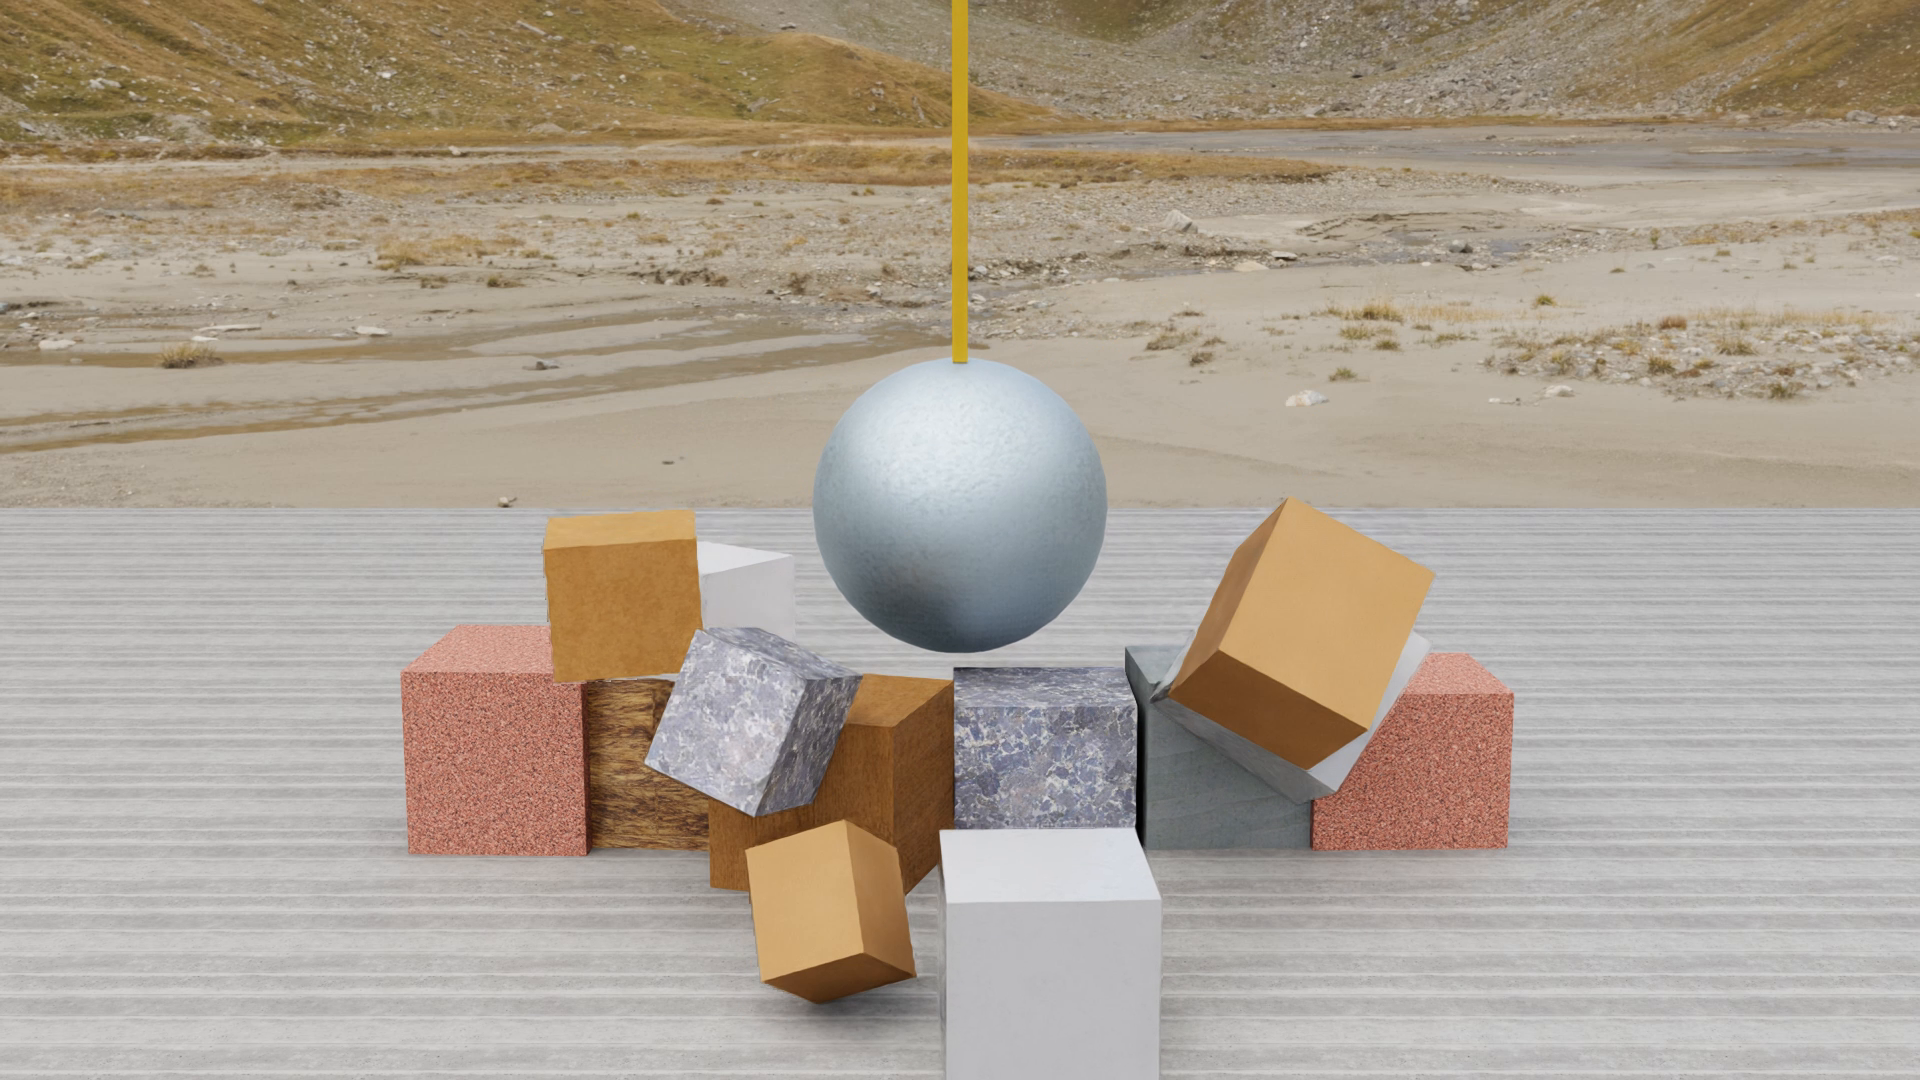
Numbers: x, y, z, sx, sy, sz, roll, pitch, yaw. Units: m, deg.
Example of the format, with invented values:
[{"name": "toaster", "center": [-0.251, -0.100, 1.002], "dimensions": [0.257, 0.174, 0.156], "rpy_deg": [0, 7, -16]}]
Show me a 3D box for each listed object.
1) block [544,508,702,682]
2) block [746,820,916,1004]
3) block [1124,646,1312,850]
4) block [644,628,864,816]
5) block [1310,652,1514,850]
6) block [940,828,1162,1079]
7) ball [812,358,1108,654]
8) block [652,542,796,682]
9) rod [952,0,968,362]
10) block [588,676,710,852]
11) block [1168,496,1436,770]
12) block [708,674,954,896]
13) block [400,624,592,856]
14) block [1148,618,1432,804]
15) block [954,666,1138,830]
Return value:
[{"name": "block", "center": [-1.521, 0.244, 10.017], "dimensions": [0.665, 0.617, 0.560], "rpy_deg": [-4, 15, -7]}, {"name": "block", "center": [-0.521, 1.511, 8.904], "dimensions": [0.450, 0.550, 0.493], "rpy_deg": [-19, -28, 17]}, {"name": "block", "center": [1.318, 1.053, 11.358], "dimensions": [0.830, 0.864, 0.798], "rpy_deg": [-1, 10, -4]}, {"name": "block", "center": [-0.910, 0.796, 9.821], "dimensions": [0.562, 0.638, 0.705], "rpy_deg": [23, 5, 16]}, {"name": "block", "center": [2.240, 1.079, 11.392], "dimensions": [0.985, 0.801, 0.884], "rpy_deg": [0, 10, -2]}, {"name": "block", "center": [0.327, 1.620, 8.507], "dimensions": [0.786, 0.769, 0.852], "rpy_deg": [0, 10, -2]}, {"name": "ball", "center": [0.000, -0.187, 11.892], "dimensions": [1.600, 1.600, 1.600], "rpy_deg": [0, 10, 0]}, {"name": "block", "center": [-1.281, 0.365, 11.075], "dimensions": [0.640, 0.567, 0.632], "rpy_deg": [8, 13, 37]}, {"name": "rod", "center": [0.000, -3.433, 10.879], "dimensions": [0.080, 5.200, 0.080], "rpy_deg": [0, 17, 0]}, {"name": "block", "center": [-1.413, 1.054, 11.321], "dimensions": [0.789, 0.876, 0.775], "rpy_deg": [1, 10, 6]}, {"name": "block", "center": [1.458, 0.414, 9.478], "dimensions": [0.700, 0.773, 0.756], "rpy_deg": [28, -22, -1]}, {"name": "block", "center": [-0.609, 1.175, 10.692], "dimensions": [0.925, 0.863, 0.930], "rpy_deg": [3, 11, 17]}, {"name": "block", "center": [-2.279, 1.014, 11.382], "dimensions": [0.893, 0.933, 1.066], "rpy_deg": [0, 10, 2]}, {"name": "block", "center": [1.533, 0.631, 10.394], "dimensions": [0.881, 0.814, 0.899], "rpy_deg": [34, -10, 4]}, {"name": "block", "center": [0.423, 1.113, 11.402], "dimensions": [0.910, 0.731, 0.838], "rpy_deg": [0, 10, -1]}]
